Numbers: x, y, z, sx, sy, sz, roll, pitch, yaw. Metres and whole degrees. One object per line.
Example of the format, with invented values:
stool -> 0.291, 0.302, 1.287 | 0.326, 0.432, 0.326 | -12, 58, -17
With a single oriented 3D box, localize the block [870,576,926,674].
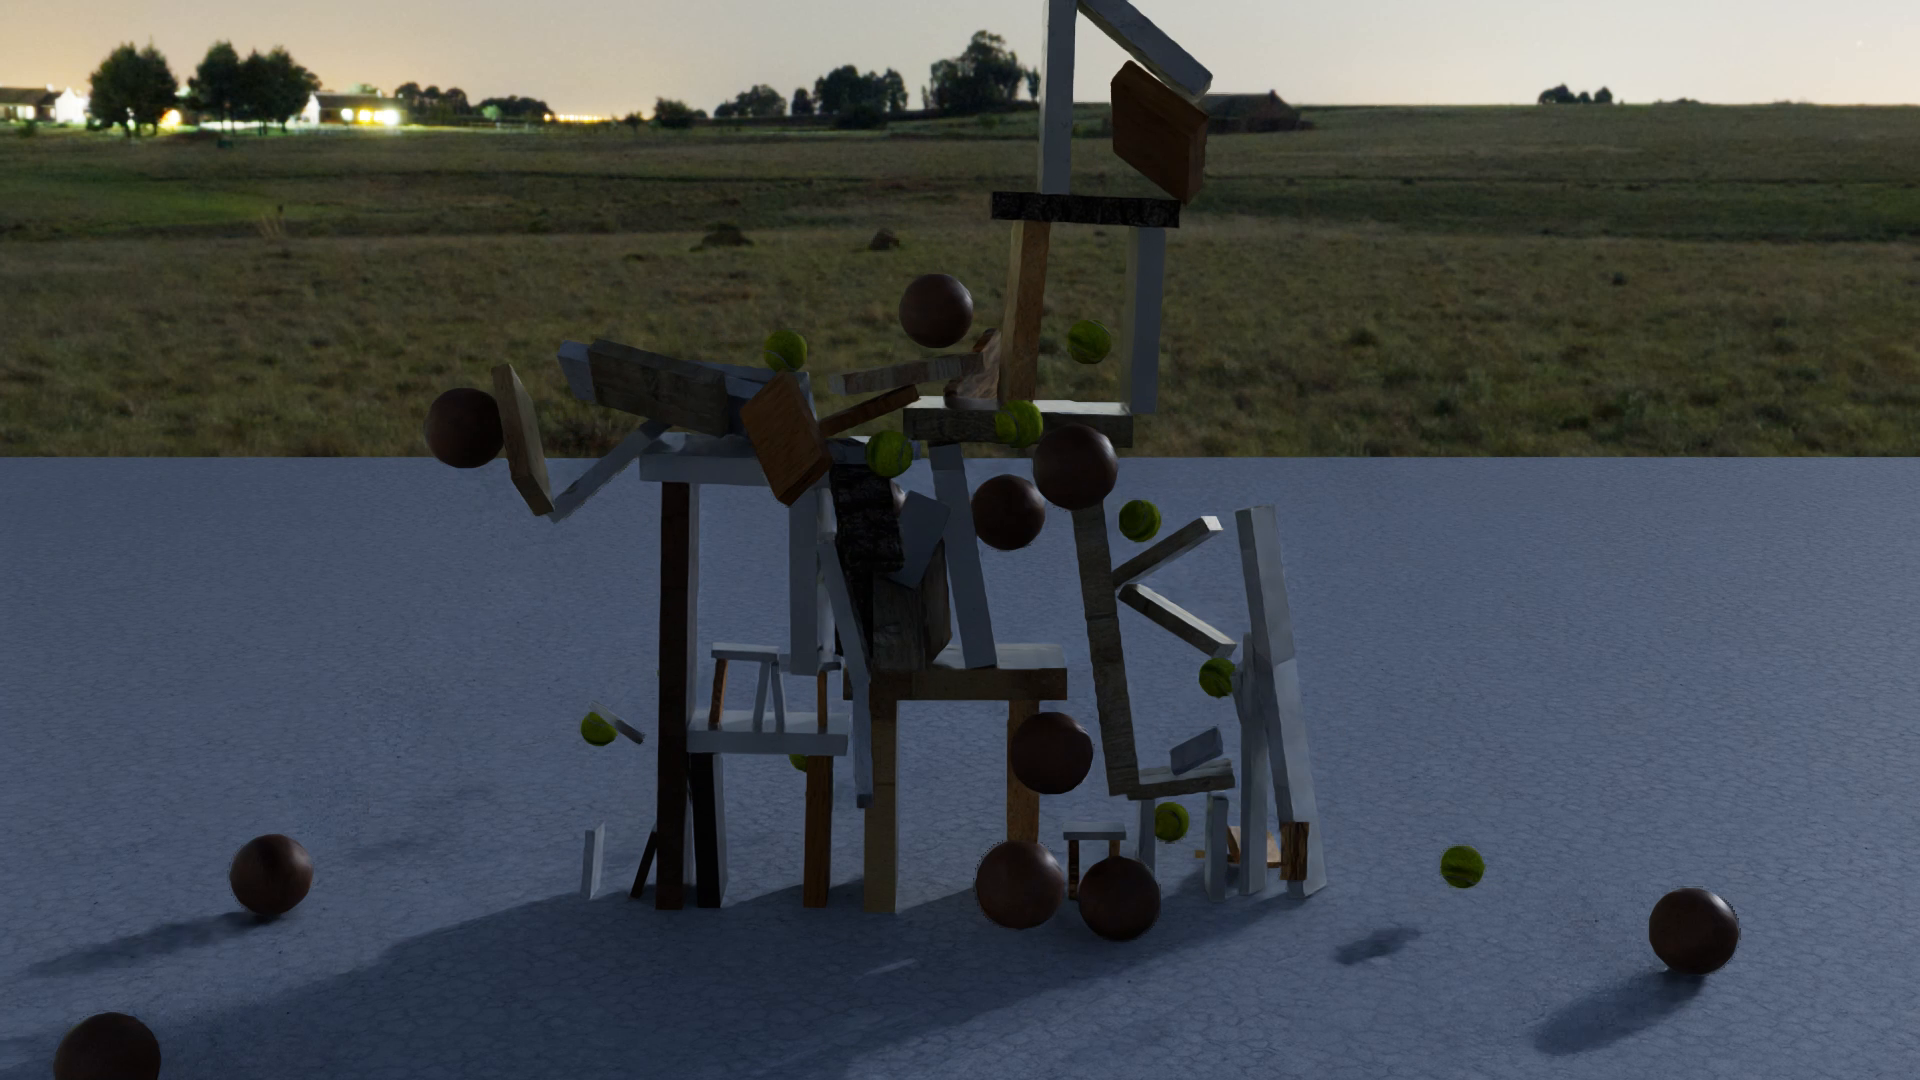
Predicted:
block -> -0.106, 0.115, 3.424 | 0.092, 0.184, 0.026 | 1, -19, -13

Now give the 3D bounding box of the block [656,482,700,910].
block -> -0.460, 0.239, 3.590 | 0.043, 0.713, 0.153 | 2, 12, -1

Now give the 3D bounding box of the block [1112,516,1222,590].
block -> 0.344, 0.022, 3.707 | 0.194, 0.028, 0.097 | -32, -10, 18

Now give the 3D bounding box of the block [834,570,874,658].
block -> -0.163, 0.108, 3.378 | 0.020, 0.143, 0.072 | -5, 7, -40

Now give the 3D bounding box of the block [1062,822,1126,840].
block -> 0.222, 0.483, 3.646 | 0.103, 0.015, 0.051 | 0, 11, 0

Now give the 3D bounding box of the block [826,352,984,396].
block -> -0.087, -0.265, 3.497 | 0.229, 0.032, 0.114 | -11, 8, -16

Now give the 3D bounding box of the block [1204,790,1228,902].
block -> 0.425, 0.503, 3.654 | 0.025, 0.176, 0.088 | 0, 11, 0

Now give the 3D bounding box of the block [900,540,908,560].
block -> -0.132, -0.002, 3.344 | 0.072, 0.020, 0.143 | 6, -16, 14

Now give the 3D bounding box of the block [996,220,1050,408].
block -> 0.101, -0.365, 3.524 | 0.041, 0.293, 0.146 | 4, 9, -6

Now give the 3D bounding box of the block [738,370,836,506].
block -> -0.256, -0.152, 3.232 | 0.028, 0.098, 0.195 | 28, 27, -45

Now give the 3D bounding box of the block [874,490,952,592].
block -> -0.073, 0.002, 3.428 | 0.072, 0.143, 0.020 | 23, -13, 2

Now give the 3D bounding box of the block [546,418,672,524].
block -> -0.561, -0.116, 3.508 | 0.221, 0.031, 0.110 | -38, 7, 20

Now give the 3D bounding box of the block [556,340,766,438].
block -> -0.456, -0.234, 3.496 | 0.371, 0.032, 0.114 | 14, -30, 17

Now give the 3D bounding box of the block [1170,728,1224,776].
block -> 0.387, 0.346, 3.599 | 0.094, 0.047, 0.013 | -30, -50, 29

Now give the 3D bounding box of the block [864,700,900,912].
block -> -0.129, 0.415, 3.636 | 0.050, 0.356, 0.178 | 1, 11, 0

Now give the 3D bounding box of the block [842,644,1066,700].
block -> -0.009, 0.214, 3.599 | 0.356, 0.050, 0.178 | 0, 11, 0

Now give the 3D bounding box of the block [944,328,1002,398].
block -> 0.034, -0.271, 3.694 | 0.024, 0.084, 0.167 | -1, 41, 36

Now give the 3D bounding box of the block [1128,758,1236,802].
block -> 0.362, 0.396, 3.632 | 0.176, 0.025, 0.088 | -8, 10, 4

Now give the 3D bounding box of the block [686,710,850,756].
block -> -0.312, 0.316, 3.611 | 0.258, 0.037, 0.129 | 2, 11, -1

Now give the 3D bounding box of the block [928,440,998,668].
block -> 0.003, 0.011, 3.560 | 0.051, 0.360, 0.180 | -10, 10, 1

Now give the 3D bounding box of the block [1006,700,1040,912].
block -> 0.104, 0.414, 3.637 | 0.050, 0.356, 0.178 | 1, 11, 2

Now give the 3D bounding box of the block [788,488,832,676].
block -> -0.239, 0.047, 3.523 | 0.043, 0.306, 0.153 | 2, 17, 5

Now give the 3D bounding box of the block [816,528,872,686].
block -> -0.171, 0.099, 3.267 | 0.028, 0.219, 0.098 | -13, 11, 2

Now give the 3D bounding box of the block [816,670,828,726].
block -> -0.225, 0.250, 3.596 | 0.014, 0.098, 0.049 | -1, 18, -1

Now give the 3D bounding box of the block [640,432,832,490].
block -> -0.338, -0.127, 3.483 | 0.306, 0.043, 0.153 | 3, 16, 7

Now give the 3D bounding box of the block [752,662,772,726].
block -> -0.323, 0.245, 3.597 | 0.015, 0.105, 0.053 | 8, 10, -2

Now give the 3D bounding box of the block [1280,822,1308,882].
block -> 0.544, 0.507, 3.581 | 0.047, 0.095, 0.013 | 8, -8, -35

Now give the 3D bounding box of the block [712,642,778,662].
block -> -0.350, 0.183, 3.586 | 0.105, 0.015, 0.053 | 4, 10, -3

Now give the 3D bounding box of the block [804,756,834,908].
block -> -0.234, 0.463, 3.642 | 0.037, 0.258, 0.129 | 2, 11, 0

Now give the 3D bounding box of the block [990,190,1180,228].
block -> 0.195, -0.525, 3.487 | 0.293, 0.041, 0.146 | 3, 10, -1

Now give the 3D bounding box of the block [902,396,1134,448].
block -> 0.089, -0.191, 3.531 | 0.360, 0.051, 0.180 | 2, 10, -2

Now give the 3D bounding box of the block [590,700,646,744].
block -> -0.573, 0.304, 3.671 | 0.059, 0.017, 0.119 | 39, -9, -30

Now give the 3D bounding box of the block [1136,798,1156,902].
block -> 0.308, 0.503, 3.655 | 0.025, 0.176, 0.088 | 0, 10, 1

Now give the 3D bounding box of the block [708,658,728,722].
block -> -0.394, 0.240, 3.596 | 0.015, 0.105, 0.053 | 8, 10, -1

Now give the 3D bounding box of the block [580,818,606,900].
block -> -0.611, 0.531, 3.660 | 0.017, 0.119, 0.059 | 7, 11, 6

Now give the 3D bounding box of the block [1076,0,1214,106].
block -> 0.263, -0.792, 3.412 | 0.299, 0.042, 0.149 | 41, 6, 1

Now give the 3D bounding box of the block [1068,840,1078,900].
block -> 0.188, 0.540, 3.656 | 0.015, 0.103, 0.051 | 0, 11, 0

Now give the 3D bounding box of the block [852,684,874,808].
block -> -0.150, 0.314, 3.407 | 0.026, 0.184, 0.092 | -2, -19, -3

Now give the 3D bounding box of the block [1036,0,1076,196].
block -> 0.151, -0.694, 3.450 | 0.042, 0.299, 0.149 | 1, 10, -2

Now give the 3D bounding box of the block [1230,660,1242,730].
block -> 0.483, 0.268, 3.683 | 0.018, 0.125, 0.063 | -1, 26, 31

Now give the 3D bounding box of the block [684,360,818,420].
block -> -0.343, -0.222, 3.519 | 0.229, 0.114, 0.032 | 8, 41, 21

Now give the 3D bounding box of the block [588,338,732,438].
block -> -0.463, -0.234, 3.390 | 0.220, 0.110, 0.031 | 16, 48, 17

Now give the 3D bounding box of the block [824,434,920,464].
block -> -0.169, -0.137, 3.380 | 0.195, 0.028, 0.098 | -5, 11, -23

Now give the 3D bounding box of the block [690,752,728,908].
block -> -0.415, 0.463, 3.641 | 0.037, 0.258, 0.129 | -2, 11, 0

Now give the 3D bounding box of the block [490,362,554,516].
block -> -0.685, -0.158, 3.445 | 0.031, 0.220, 0.110 | -18, -32, 0

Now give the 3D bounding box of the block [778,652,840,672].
block -> -0.245, 0.198, 3.576 | 0.098, 0.014, 0.049 | -2, 17, -7

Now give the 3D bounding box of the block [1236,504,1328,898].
block -> 0.535, 0.266, 3.655 | 0.028, 0.645, 0.097 | -7, 2, 32

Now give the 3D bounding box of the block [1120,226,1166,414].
block -> 0.291, -0.355, 3.515 | 0.041, 0.292, 0.146 | 2, 10, -3

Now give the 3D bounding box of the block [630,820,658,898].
block -> -0.520, 0.532, 3.661 | 0.017, 0.119, 0.059 | 19, 10, -4

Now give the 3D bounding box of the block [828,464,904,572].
block -> -0.137, -0.033, 3.212 | 0.084, 0.167, 0.024 | 1, -30, -22

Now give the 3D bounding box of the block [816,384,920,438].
block -> -0.147, -0.203, 3.460 | 0.167, 0.024, 0.084 | -22, 8, -2

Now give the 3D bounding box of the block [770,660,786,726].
block -> -0.298, 0.249, 3.603 | 0.014, 0.098, 0.049 | -5, 11, 1

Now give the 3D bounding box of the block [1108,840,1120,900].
block -> 0.256, 0.540, 3.656 | 0.015, 0.103, 0.051 | 0, 11, 0

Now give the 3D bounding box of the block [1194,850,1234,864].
block -> 0.448, 0.544, 3.768 | 0.047, 0.013, 0.095 | -1, -14, 41

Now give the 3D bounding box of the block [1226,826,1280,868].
block -> 0.501, 0.525, 3.759 | 0.125, 0.063, 0.018 | 15, -45, -46

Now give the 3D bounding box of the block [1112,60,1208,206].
block -> 0.309, -0.628, 3.414 | 0.149, 0.042, 0.299 | 38, -6, 10

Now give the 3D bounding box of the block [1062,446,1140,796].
block -> 0.230, 0.119, 3.589 | 0.051, 0.567, 0.180 | -8, 9, 3

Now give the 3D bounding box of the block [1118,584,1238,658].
block -> 0.366, 0.136, 3.698 | 0.194, 0.028, 0.097 | 32, 11, 22

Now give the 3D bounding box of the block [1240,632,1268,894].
block -> 0.490, 0.369, 3.662 | 0.018, 0.433, 0.063 | 2, 3, 34

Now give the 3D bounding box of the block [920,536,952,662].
block -> -0.048, 0.095, 3.555 | 0.026, 0.184, 0.092 | 5, 25, 21
